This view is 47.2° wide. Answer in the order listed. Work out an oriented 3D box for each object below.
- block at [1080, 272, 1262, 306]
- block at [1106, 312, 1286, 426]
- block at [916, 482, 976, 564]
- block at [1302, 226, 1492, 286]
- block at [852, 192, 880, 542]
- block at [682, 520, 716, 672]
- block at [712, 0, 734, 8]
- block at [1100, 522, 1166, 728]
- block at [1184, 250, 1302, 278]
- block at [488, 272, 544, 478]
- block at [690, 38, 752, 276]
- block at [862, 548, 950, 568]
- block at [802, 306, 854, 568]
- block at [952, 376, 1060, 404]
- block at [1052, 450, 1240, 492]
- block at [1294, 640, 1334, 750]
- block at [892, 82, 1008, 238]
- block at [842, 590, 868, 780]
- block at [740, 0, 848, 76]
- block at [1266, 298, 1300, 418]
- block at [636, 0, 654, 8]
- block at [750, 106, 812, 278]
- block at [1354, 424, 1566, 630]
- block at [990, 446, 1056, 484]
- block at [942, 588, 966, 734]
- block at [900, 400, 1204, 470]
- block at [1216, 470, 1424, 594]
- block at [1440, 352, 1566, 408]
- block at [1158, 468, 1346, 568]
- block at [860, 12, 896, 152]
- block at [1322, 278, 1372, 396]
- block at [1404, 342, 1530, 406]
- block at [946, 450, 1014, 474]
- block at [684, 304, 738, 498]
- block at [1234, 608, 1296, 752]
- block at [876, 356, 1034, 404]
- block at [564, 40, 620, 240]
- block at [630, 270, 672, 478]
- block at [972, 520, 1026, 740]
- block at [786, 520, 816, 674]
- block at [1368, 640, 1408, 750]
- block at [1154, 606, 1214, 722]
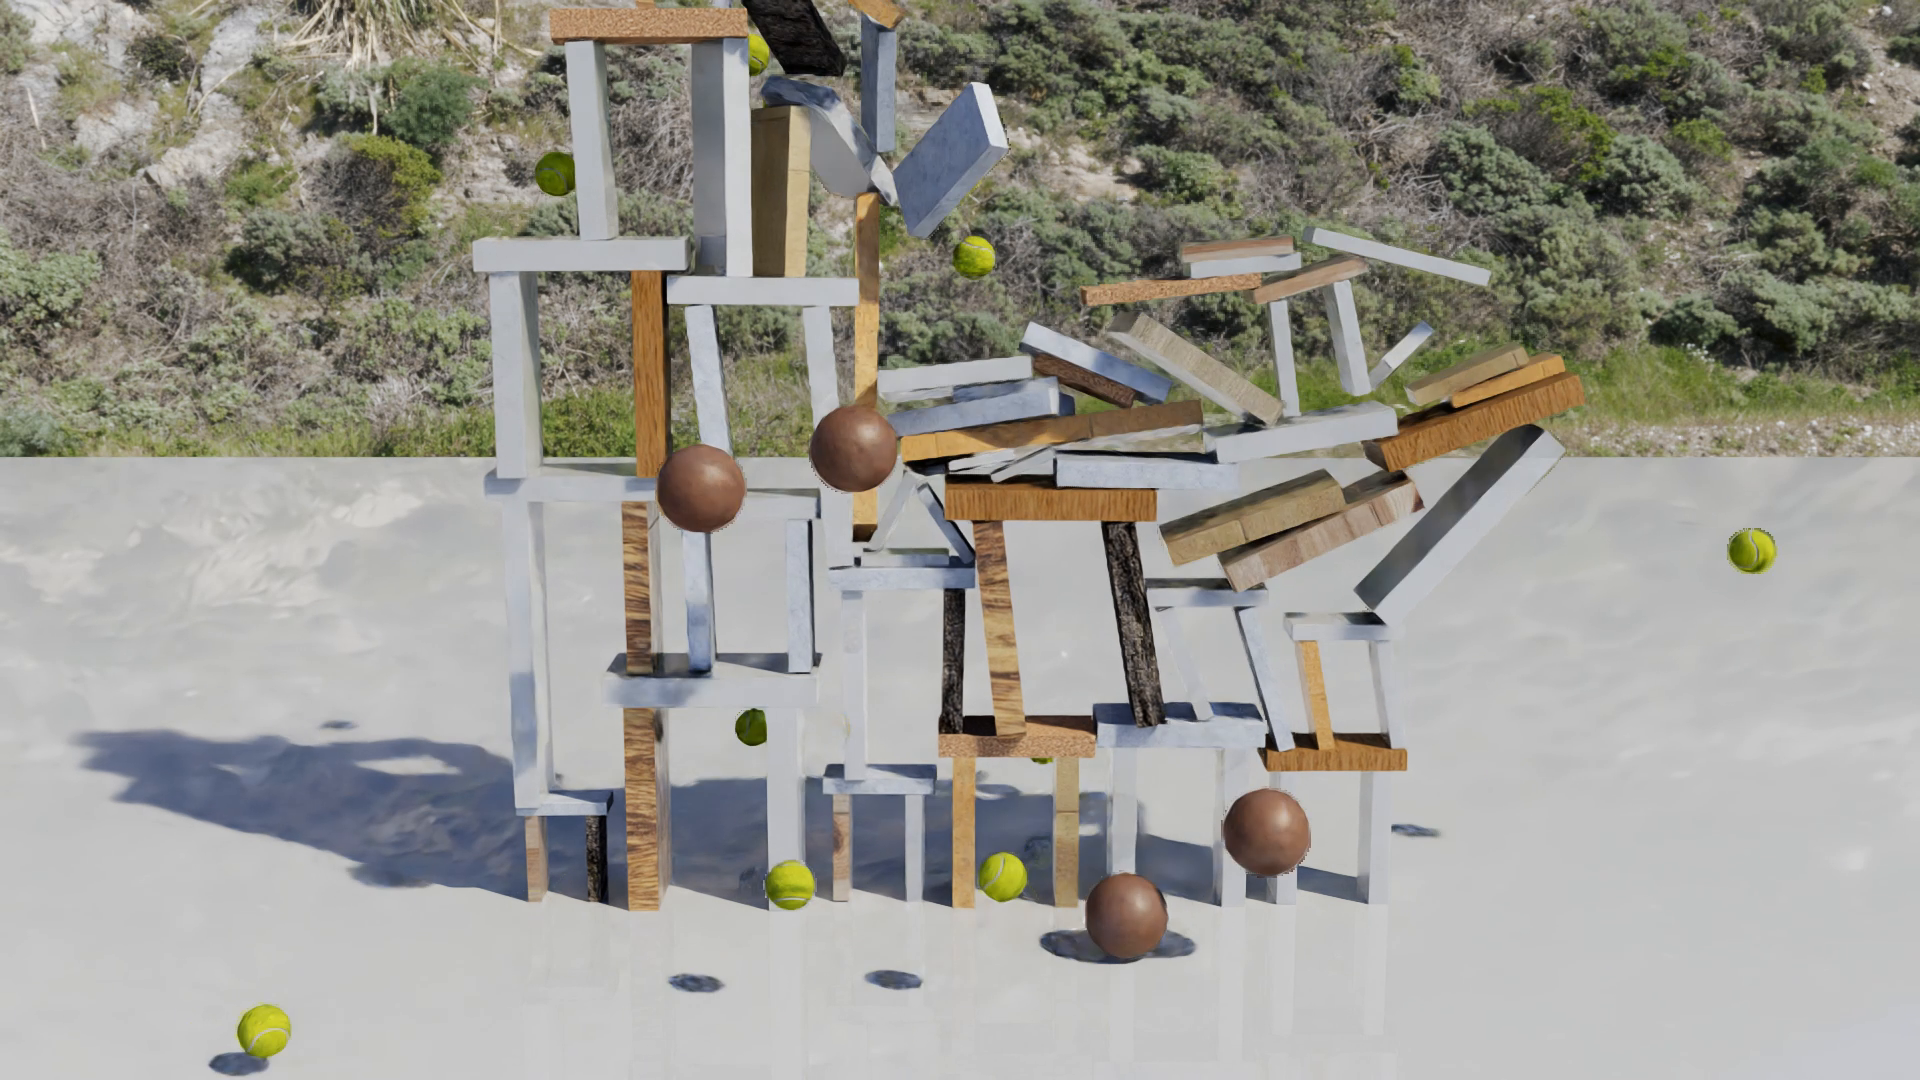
[{"bbox_3d":[0.333,-0.401,3.488,0.275,0.024,0.084,-7,11,-3],"label":"block"},{"bbox_3d":[0.374,-0.273,3.498,0.278,0.039,0.139,31,0,-12],"label":"block"},{"bbox_3d":[-0.023,-0.027,3.563,0.020,0.139,0.070,-34,8,5],"label":"block"},{"bbox_3d":[0.692,-0.452,3.498,0.289,0.025,0.087,13,9,-5],"label":"block"},{"bbox_3d":[-0.155,-0.285,3.635,0.038,0.563,0.133,1,-13,-2],"label":"block"},{"bbox_3d":[-0.424,0.081,3.579,0.035,0.246,0.123,-2,8,-2],"label":"block"},{"bbox_3d":[-0.377,-0.922,3.431,0.027,0.192,0.096,-4,8,-2],"label":"block"},{"bbox_3d":[0.280,0.121,3.577,0.047,0.334,0.167,-9,11,1],"label":"block"},{"bbox_3d":[0.447,-0.438,3.489,0.174,0.025,0.087,-5,11,-2],"label":"block"},{"bbox_3d":[-0.706,-0.271,3.507,0.046,0.324,0.162,0,10,-1],"label":"block"},{"bbox_3d":[-0.379,-0.604,3.495,0.042,0.368,0.150,-4,9,-26],"label":"block"},{"bbox_3d":[-0.088,0.028,3.560,0.140,0.020,0.070,-1,9,0],"label":"block"},{"bbox_3d":[-0.212,-0.172,3.559,0.043,0.413,0.151,-5,8,-2],"label":"block"},{"bbox_3d":[0.077,-0.238,3.563,0.167,0.024,0.084,-7,-4,6],"label":"block"},{"bbox_3d":[0.296,-0.113,3.536,0.288,0.041,0.144,1,10,0],"label":"block"},{"bbox_3d":[0.579,0.244,3.605,0.026,0.182,0.091,-11,10,1],"label":"block"},{"bbox_3d":[-0.019,-0.606,3.515,0.035,0.123,0.247,3,-29,-35],"label":"block"},{"bbox_3d":[-0.172,0.225,3.613,0.033,0.318,0.118,0,9,1],"label":"block"},{"bbox_3d":[-0.264,-0.804,3.446,0.103,0.029,0.205,9,-23,25],"label":"block"},{"bbox_3d":[0.516,-0.292,3.514,0.026,0.184,0.092,-8,9,5],"label":"block"},{"bbox_3d":[-0.498,-0.917,3.413,0.027,0.192,0.096,-6,8,-8],"label":"block"},{"bbox_3d":[-0.293,-0.556,3.525,0.038,0.266,0.133,-2,7,-34],"label":"block"},{"bbox_3d":[0.803,-0.029,3.554,0.046,0.390,0.163,42,7,-8],"label":"block"},{"bbox_3d":[0.101,-0.121,3.532,0.106,0.015,0.053,-23,8,9],"label":"block"},{"bbox_3d":[-0.011,0.187,3.594,0.033,0.236,0.118,1,11,-1],"label":"block"},{"bbox_3d":[0.148,-0.171,3.596,0.486,0.039,0.139,-7,-4,0],"label":"block"},{"bbox_3d":[0.574,-0.019,3.546,0.327,0.046,0.163,-25,10,6],"label":"block"},{"bbox_3d":[0.866,-0.256,3.522,0.184,0.026,0.092,-19,8,2],"label":"block"},{"bbox_3d":[0.469,-0.037,3.551,0.288,0.041,0.144,-19,11,4],"label":"block"},{"bbox_3d":[-0.131,-0.741,3.535,0.029,0.205,0.103,-9,38,-15],"label":"block"},{"bbox_3d":[0.617,-0.327,3.515,0.026,0.184,0.092,-14,11,-1],"label":"block"},{"bbox_3d":[0.807,-0.264,3.509,0.184,0.026,0.092,-22,8,5],"label":"block"},{"bbox_3d":[0.032,-0.125,3.521,0.106,0.015,0.053,-11,-2,-5],"label":"block"},{"bbox_3d":[-0.400,-0.228,3.538,0.043,0.301,0.151,-7,8,-3],"label":"block"},{"bbox_3d":[0.495,0.217,3.595,0.028,0.244,0.097,-17,10,3],"label":"block"},{"bbox_3d":[-0.005,-0.260,3.559,0.247,0.035,0.123,-6,-4,3],"label":"block"},{"bbox_3d":[-0.576,-0.625,3.448,0.042,0.300,0.150,-3,10,-2],"label":"block"},{"bbox_3d":[-0.491,-0.272,3.513,0.046,0.324,0.162,-1,10,-4],"label":"block"},{"bbox_3d":[0.062,0.130,3.577,0.047,0.352,0.167,-7,11,0],"label":"block"},{"bbox_3d":[-0.259,0.083,3.576,0.035,0.246,0.123,-1,9,0],"label":"block"},{"bbox_3d":[0.700,0.243,3.612,0.026,0.182,0.091,-10,10,2],"label":"block"},{"bbox_3d":[0.364,0.192,3.592,0.028,0.194,0.097,-21,10,4],"label":"block"}]
